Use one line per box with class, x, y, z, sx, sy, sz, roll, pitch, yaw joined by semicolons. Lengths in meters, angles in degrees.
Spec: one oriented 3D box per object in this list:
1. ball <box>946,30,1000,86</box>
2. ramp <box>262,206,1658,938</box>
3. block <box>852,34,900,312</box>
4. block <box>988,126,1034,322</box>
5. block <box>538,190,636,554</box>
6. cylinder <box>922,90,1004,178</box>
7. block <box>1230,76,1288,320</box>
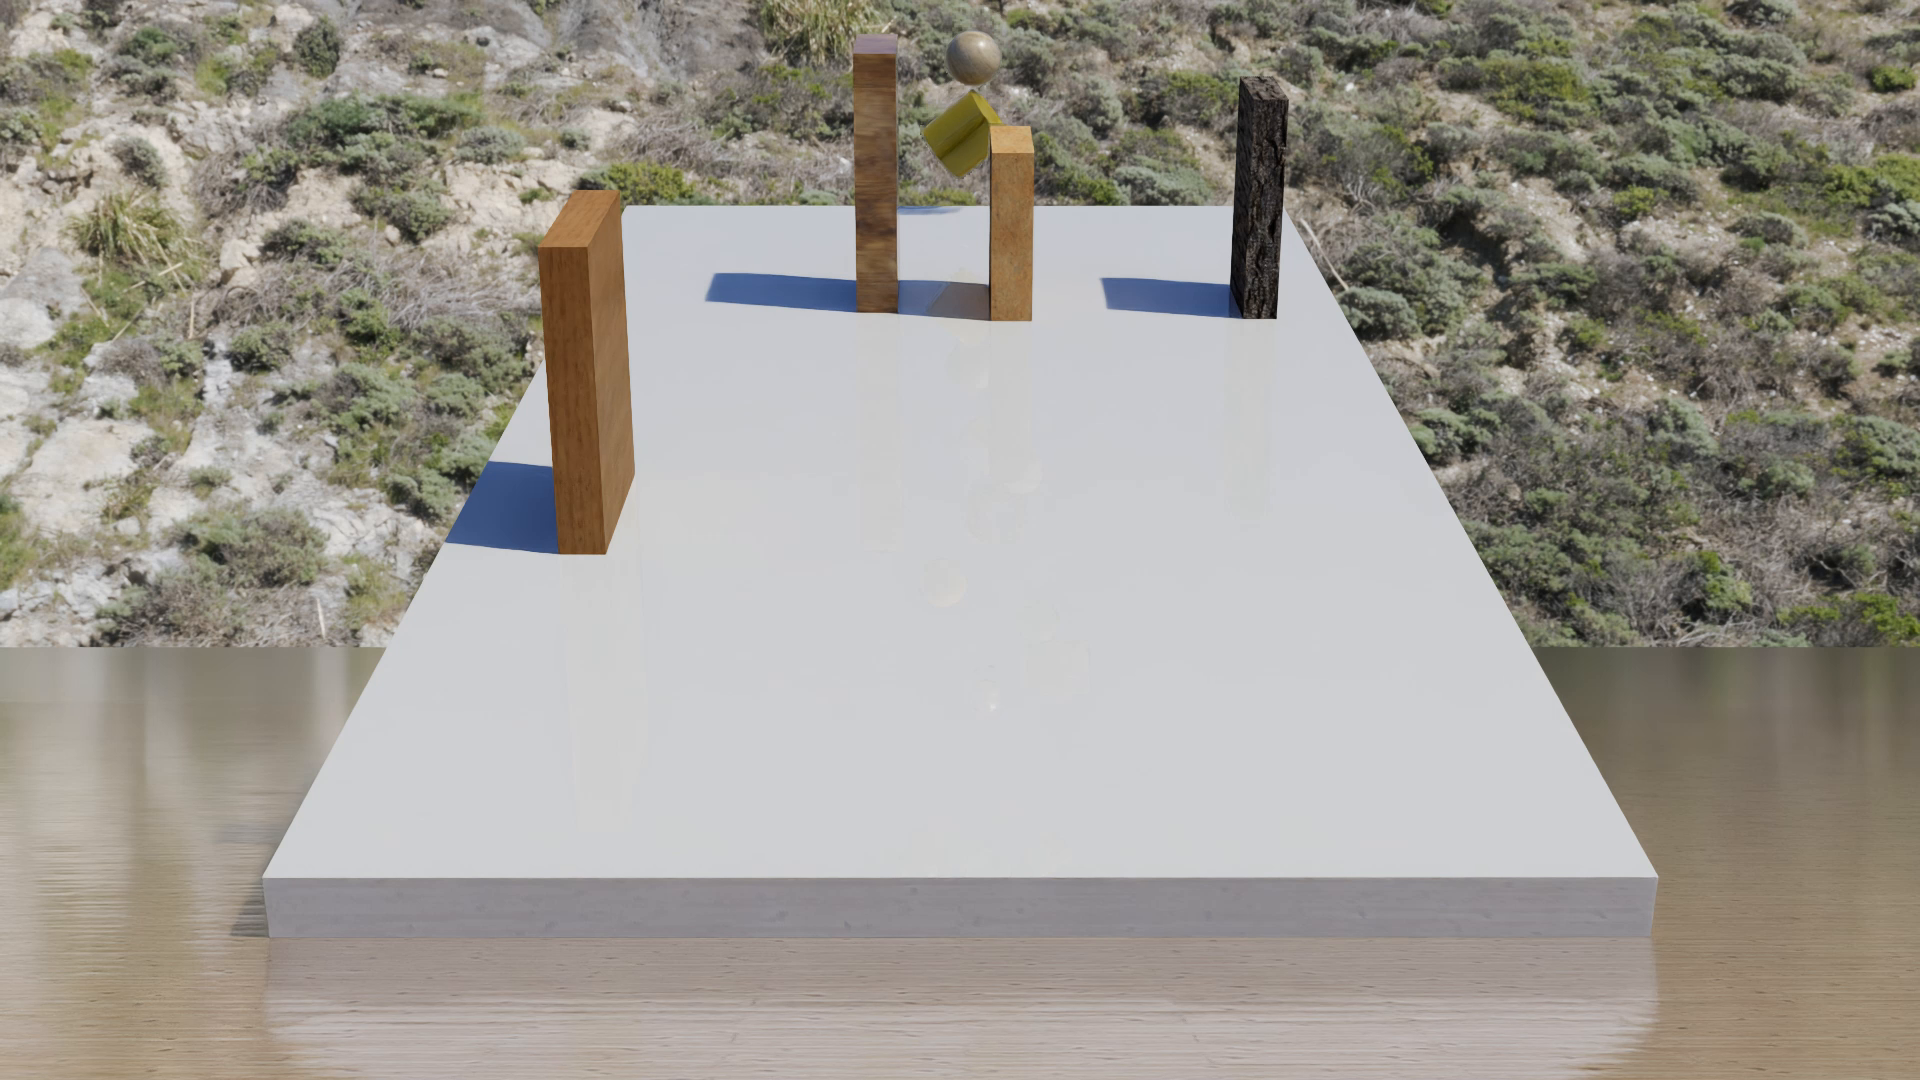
ball;0.039;-1.434;6.832;0.164;0.164;0.164;0;-3;0
ramp;-0.007;-0.221;5.162;2.000;0.100;4.000;0;22;0
block;-0.214;-0.947;5.936;0.106;0.665;0.279;0;22;0
block;0.131;-0.819;5.930;0.105;0.434;0.320;0;22;0
block;-0.725;-0.336;4.502;0.090;0.606;0.443;0;22;0
cylinder;0.019;-1.212;6.856;0.185;0.185;0.185;-36;-15;17
block;0.768;-0.884;5.920;0.086;0.563;0.305;0;22;0
